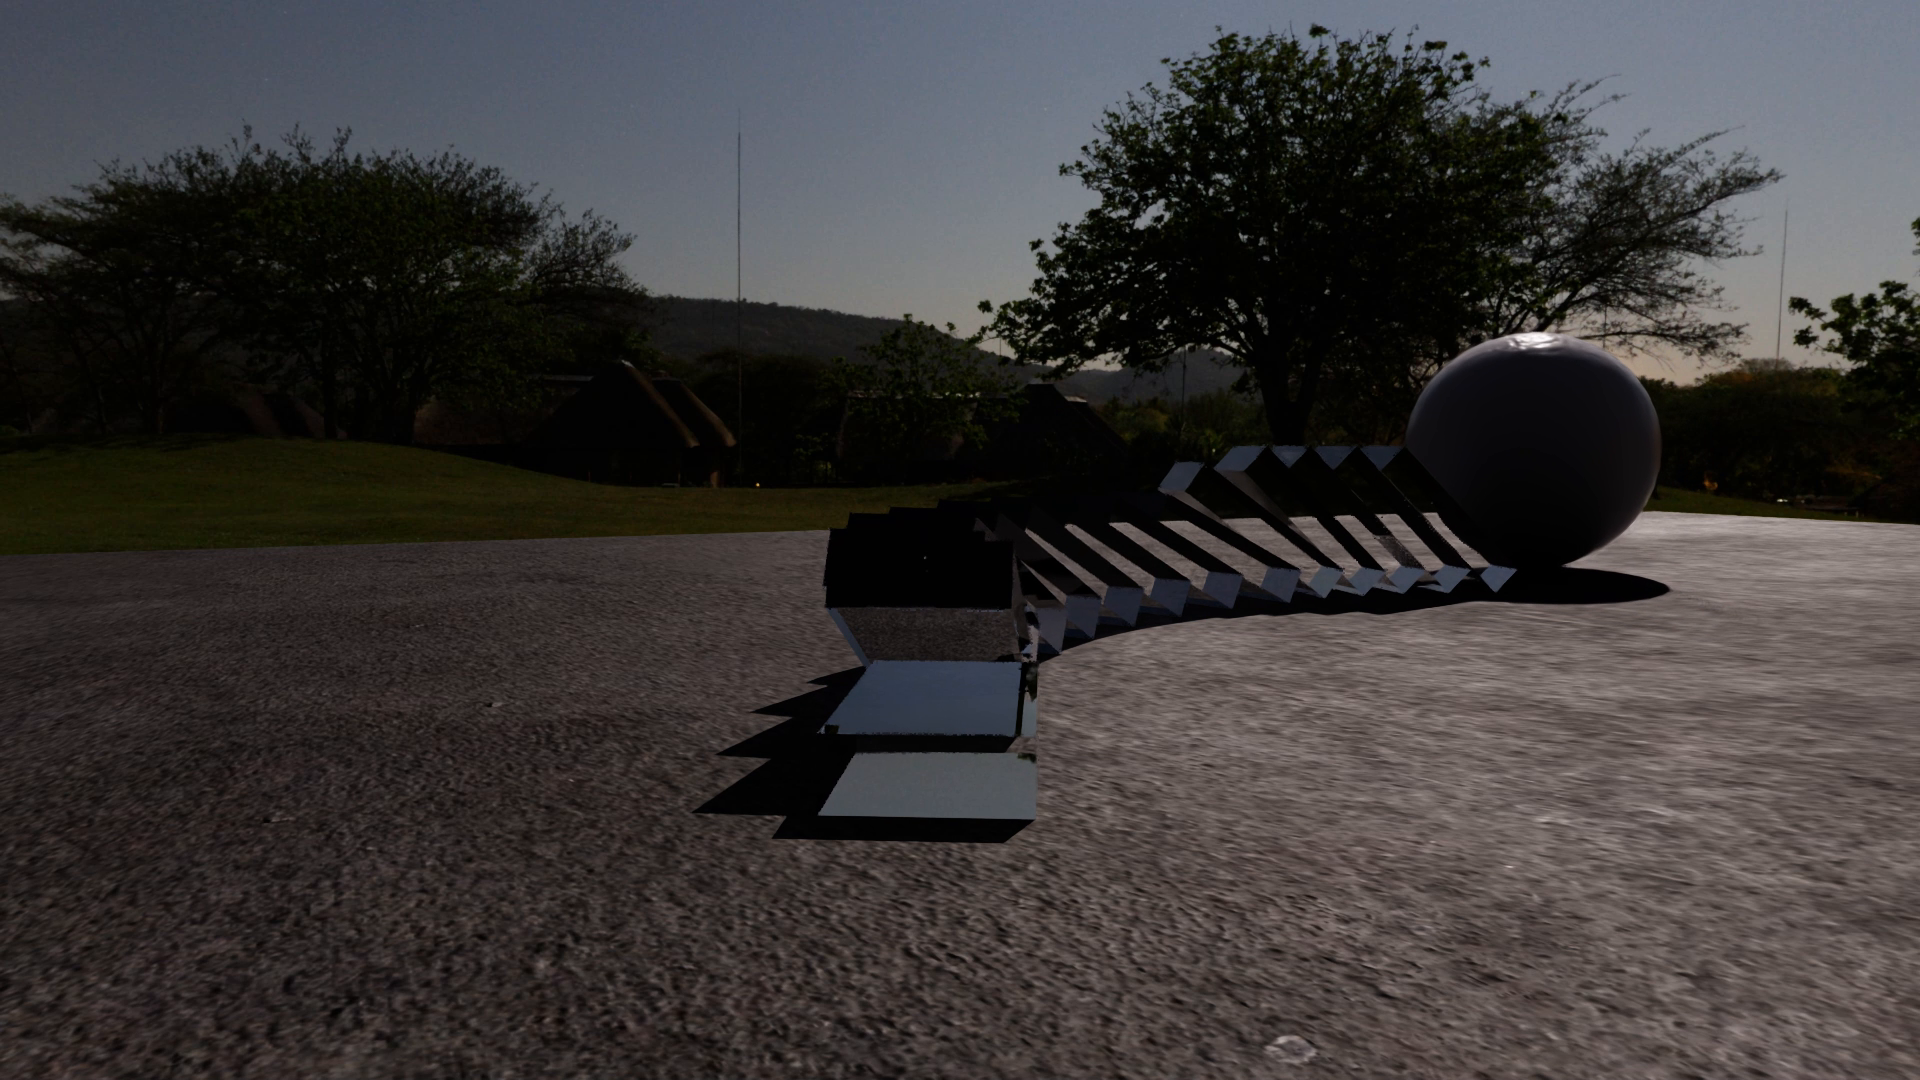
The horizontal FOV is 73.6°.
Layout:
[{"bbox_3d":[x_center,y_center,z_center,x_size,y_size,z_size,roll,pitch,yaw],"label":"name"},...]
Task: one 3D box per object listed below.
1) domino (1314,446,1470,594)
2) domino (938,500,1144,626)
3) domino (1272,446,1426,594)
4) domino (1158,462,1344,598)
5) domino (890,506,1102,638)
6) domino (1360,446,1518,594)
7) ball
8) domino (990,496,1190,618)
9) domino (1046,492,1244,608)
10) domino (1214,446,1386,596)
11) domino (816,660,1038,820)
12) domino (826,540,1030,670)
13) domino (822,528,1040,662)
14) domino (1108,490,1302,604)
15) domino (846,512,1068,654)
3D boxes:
[{"bbox_3d":[0.123,-0.006,0.374,0.050,0.009,0.025,44,-3,-9],"label":"domino"},{"bbox_3d":[0.018,0.006,0.289,0.025,0.010,0.050,3,-20,39],"label":"domino"},{"bbox_3d":[0.109,-0.006,0.372,0.050,0.009,0.025,44,-3,-9],"label":"domino"},{"bbox_3d":[0.081,-0.003,0.360,0.050,0.009,0.025,36,-2,-9],"label":"domino"},{"bbox_3d":[0.008,0.007,0.268,0.025,0.009,0.050,3,-20,32],"label":"domino"},{"bbox_3d":[0.137,-0.006,0.374,0.050,0.009,0.025,44,-3,-9],"label":"domino"},{"bbox_3d":[0.193,-0.030,0.435,0.080,0.080,0.080,0,4,0],"label":"ball"},{"bbox_3d":[0.031,0.004,0.309,0.025,0.010,0.050,4,-20,45],"label":"domino"},{"bbox_3d":[0.046,0.003,0.327,0.050,0.009,0.025,28,-14,-35],"label":"domino"},{"bbox_3d":[0.097,-0.006,0.367,0.050,0.009,0.025,44,-3,-9],"label":"domino"},{"bbox_3d":[-0.002,0.025,0.171,0.025,0.009,0.050,0,4,4],"label":"domino"},{"bbox_3d":[-0.003,0.013,0.196,0.025,0.010,0.050,0,-20,6],"label":"domino"},{"bbox_3d":[-0.003,0.011,0.221,0.025,0.009,0.050,1,-20,14],"label":"domino"},{"bbox_3d":[0.064,0.002,0.343,0.050,0.010,0.025,27,-9,-28],"label":"domino"},{"bbox_3d":[0.000,0.009,0.245,0.025,0.009,0.050,2,-21,25],"label":"domino"}]
